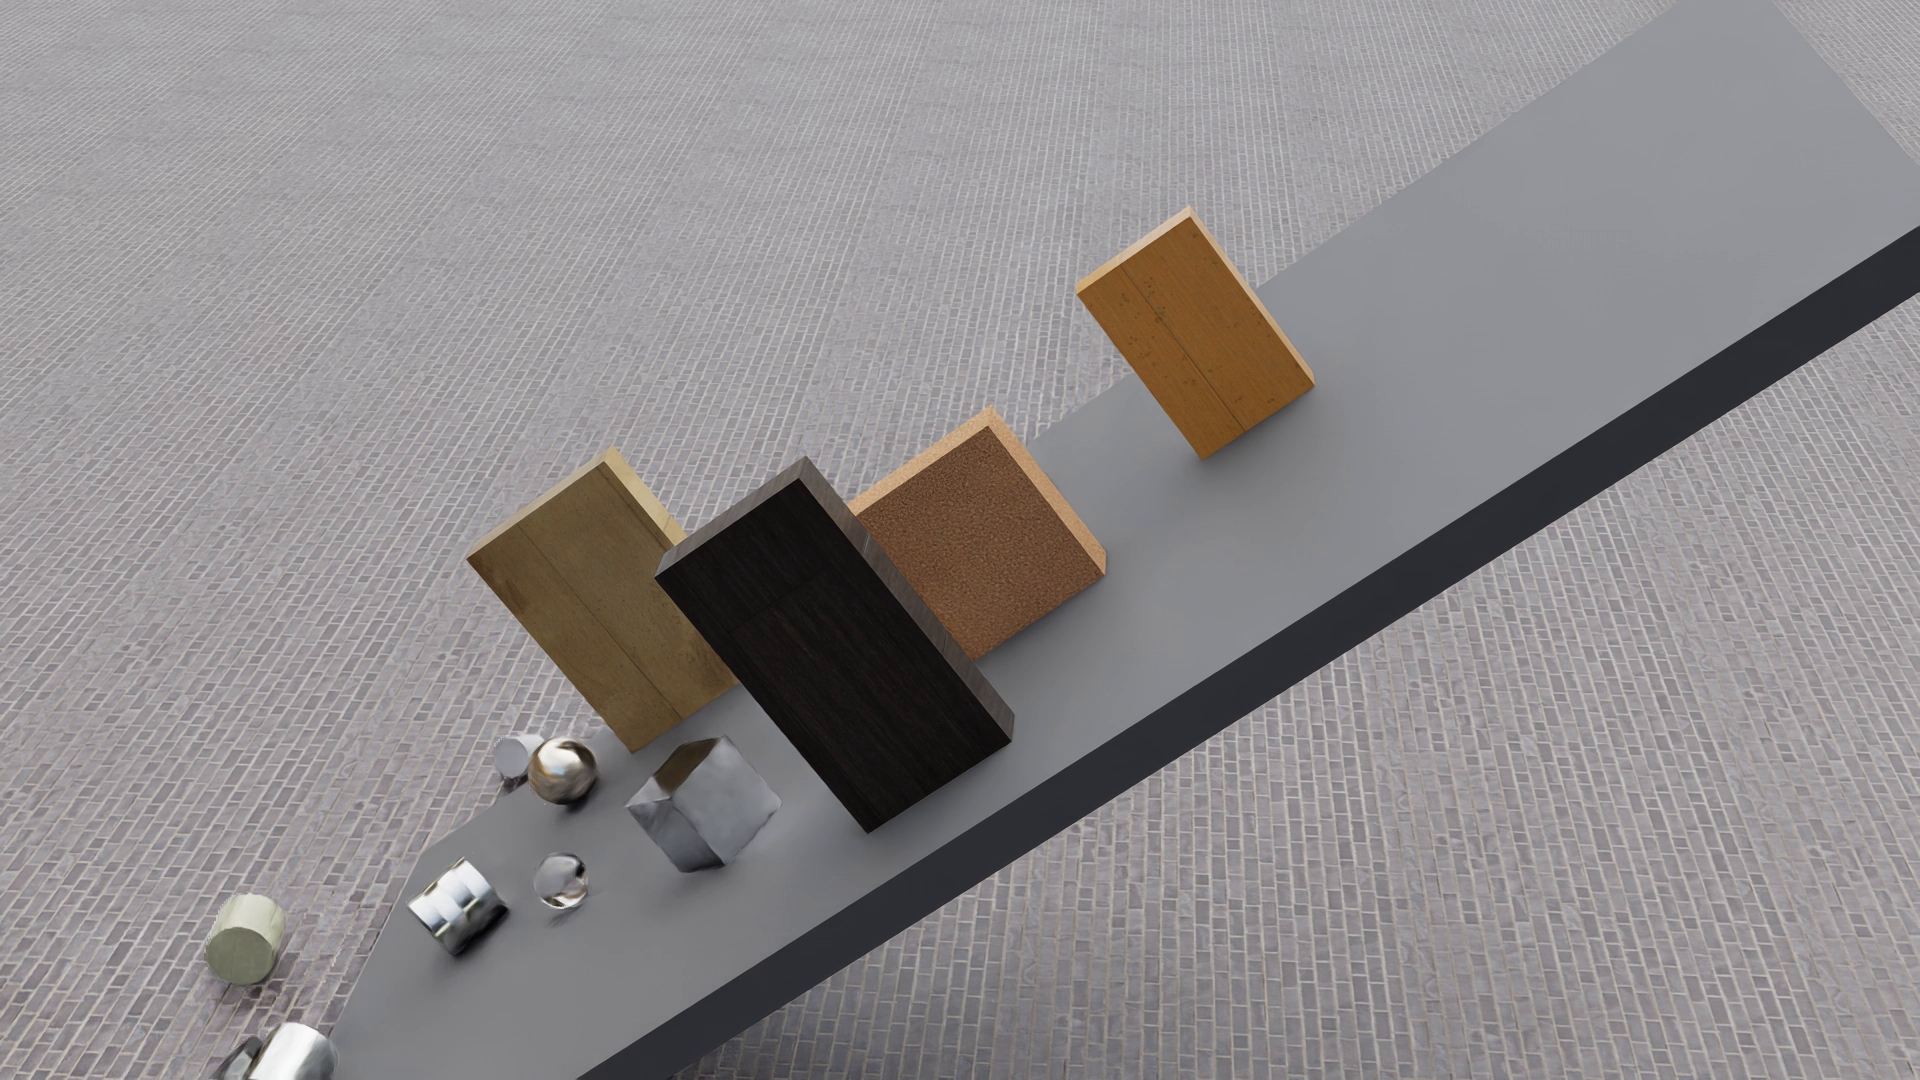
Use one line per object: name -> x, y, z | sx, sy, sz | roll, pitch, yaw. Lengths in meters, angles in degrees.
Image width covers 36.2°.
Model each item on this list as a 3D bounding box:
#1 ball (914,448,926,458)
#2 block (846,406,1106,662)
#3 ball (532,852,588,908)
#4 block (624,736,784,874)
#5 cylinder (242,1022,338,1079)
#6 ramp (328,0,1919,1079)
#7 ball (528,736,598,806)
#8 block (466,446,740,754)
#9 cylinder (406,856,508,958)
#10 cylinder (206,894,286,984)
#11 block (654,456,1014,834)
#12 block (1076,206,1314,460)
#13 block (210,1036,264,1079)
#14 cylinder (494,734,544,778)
ball -> -0.039, -0.134, 7.035 | 0.191, 0.191, 0.191 | 0, 22, 0
block -> 0.031, -0.002, 6.107 | 0.377, 0.403, 0.123 | -34, 16, 16
ball -> -0.889, 0.757, 6.549 | 0.125, 0.125, 0.125 | 0, 22, 0
block -> -0.541, 0.558, 6.198 | 0.194, 0.194, 0.194 | -16, 27, 54
cylinder -> -1.502, 1.196, 6.570 | 0.167, 0.167, 0.167 | 7, 42, 16
ramp -> 0.130, 0.178, 6.319 | 4.000, 0.100, 2.000 | -34, 16, 16
ball -> -0.973, 0.565, 7.199 | 0.169, 0.169, 0.169 | 0, 22, 0
block -> -0.821, 0.149, 7.155 | 0.436, 0.638, 0.110 | -34, 16, 16
cylinder -> -1.164, 0.851, 6.819 | 0.165, 0.165, 0.165 | -42, 37, -15
cylinder -> -1.787, 0.999, 7.364 | 0.166, 0.166, 0.166 | -1, 23, -2
block -> -0.235, 0.206, 5.630 | 0.349, 0.662, 0.119 | -34, 16, 16
block -> 0.496, -0.433, 6.187 | 0.288, 0.454, 0.082 | -34, 16, 16
block -> -1.617, 1.244, 6.680 | 0.143, 0.143, 0.143 | -37, 15, 43
cylinder -> -1.242, 0.611, 8.332 | 0.114, 0.114, 0.114 | 10, 6, 23
